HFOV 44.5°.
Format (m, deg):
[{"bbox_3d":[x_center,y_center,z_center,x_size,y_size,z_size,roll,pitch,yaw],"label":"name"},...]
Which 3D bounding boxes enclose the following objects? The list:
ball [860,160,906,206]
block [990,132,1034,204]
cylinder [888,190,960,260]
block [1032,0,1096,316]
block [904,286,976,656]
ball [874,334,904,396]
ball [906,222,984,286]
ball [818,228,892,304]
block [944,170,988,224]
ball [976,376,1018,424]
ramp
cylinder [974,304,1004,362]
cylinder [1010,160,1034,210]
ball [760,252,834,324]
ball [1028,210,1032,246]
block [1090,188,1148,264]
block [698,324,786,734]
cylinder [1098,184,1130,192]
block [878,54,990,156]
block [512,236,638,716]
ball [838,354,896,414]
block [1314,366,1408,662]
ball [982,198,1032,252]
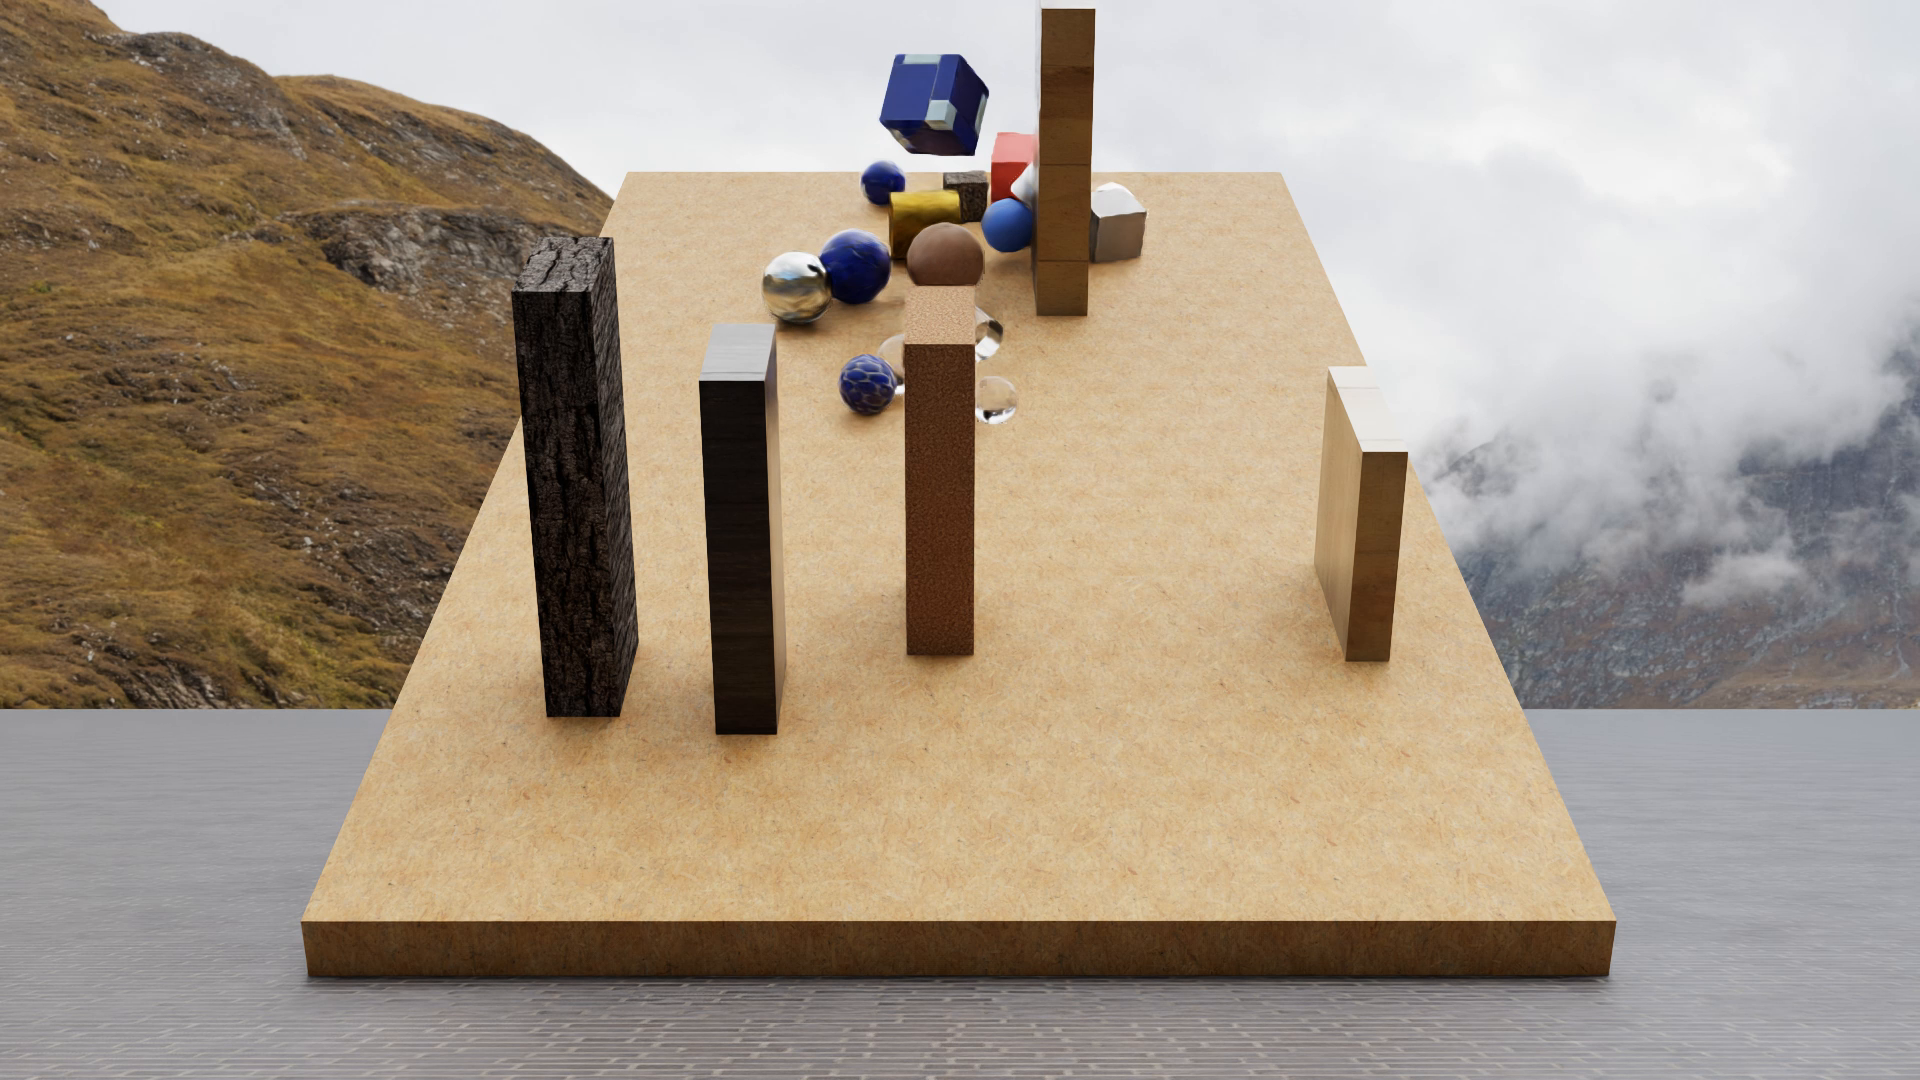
[{"bbox_3d":[-0.223,-1.042,6.840,0.135,0.135,0.135,0,-4,0],"label":"ball"},{"bbox_3d":[0.182,-1.068,6.820,0.165,0.165,0.165,4,40,8],"label":"block"},{"bbox_3d":[-0.097,-0.861,6.401,0.182,0.182,0.182,-3,-4,-6],"label":"cylinder"},{"bbox_3d":[0.261,-1.015,6.021,0.131,0.787,0.394,0,25,0],"label":"block"},{"bbox_3d":[-0.037,-0.130,4.348,0.125,0.612,0.309,0,25,0],"label":"block"},{"bbox_3d":[-0.132,-0.411,5.494,0.143,0.143,0.143,0,-4,0],"label":"ball"},{"bbox_3d":[-0.038,-0.723,6.088,0.201,0.201,0.201,0,-4,0],"label":"ball"},{"bbox_3d":[-0.273,-0.707,6.063,0.193,0.193,0.193,0,-4,0],"label":"ball"},{"bbox_3d":[0.017,-0.986,6.742,0.118,0.118,0.118,-2,25,-4],"label":"block"},{"bbox_3d":[0.077,-0.320,5.340,0.110,0.110,0.110,0,-4,0],"label":"ball"},{"bbox_3d":[-0.009,-0.229,5.394,2.000,0.100,4.000,0,25,0],"label":"ramp"},{"bbox_3d":[0.026,-0.492,5.504,0.108,0.108,0.108,4,27,-44],"label":"cylinder"},{"bbox_3d":[0.230,-0.960,6.345,0.136,0.136,0.136,39,15,-12],"label":"cylinder"},{"bbox_3d":[-0.411,-0.637,5.924,0.184,0.184,0.184,0,-4,0],"label":"ball"},{"bbox_3d":[0.224,-0.874,6.484,0.138,0.138,0.138,0,-4,0],"label":"ball"},{"bbox_3d":[0.409,-0.861,6.422,0.143,0.143,0.143,-10,38,-21],"label":"block"},{"bbox_3d":[-0.371,-0.017,4.053,0.106,0.659,0.269,0,25,0],"label":"block"},{"bbox_3d":[0.422,-0.923,6.582,0.114,0.114,0.114,-1,40,18],"label":"cylinder"},{"bbox_3d":[-0.062,-1.075,5.798,0.181,0.181,0.181,5,-16,27],"label":"block"},{"bbox_3d":[-0.663,-0.106,4.088,0.128,0.788,0.285,0,25,0],"label":"block"},{"bbox_3d":[-0.213,-0.358,5.390,0.135,0.135,0.135,0,-4,0],"label":"ball"},{"bbox_3d":[0.750,-0.055,4.419,0.081,0.420,0.416,0,25,0],"label":"block"},{"bbox_3d":[0.131,-0.852,6.355,0.145,0.145,0.145,0,-4,0],"label":"ball"}]
